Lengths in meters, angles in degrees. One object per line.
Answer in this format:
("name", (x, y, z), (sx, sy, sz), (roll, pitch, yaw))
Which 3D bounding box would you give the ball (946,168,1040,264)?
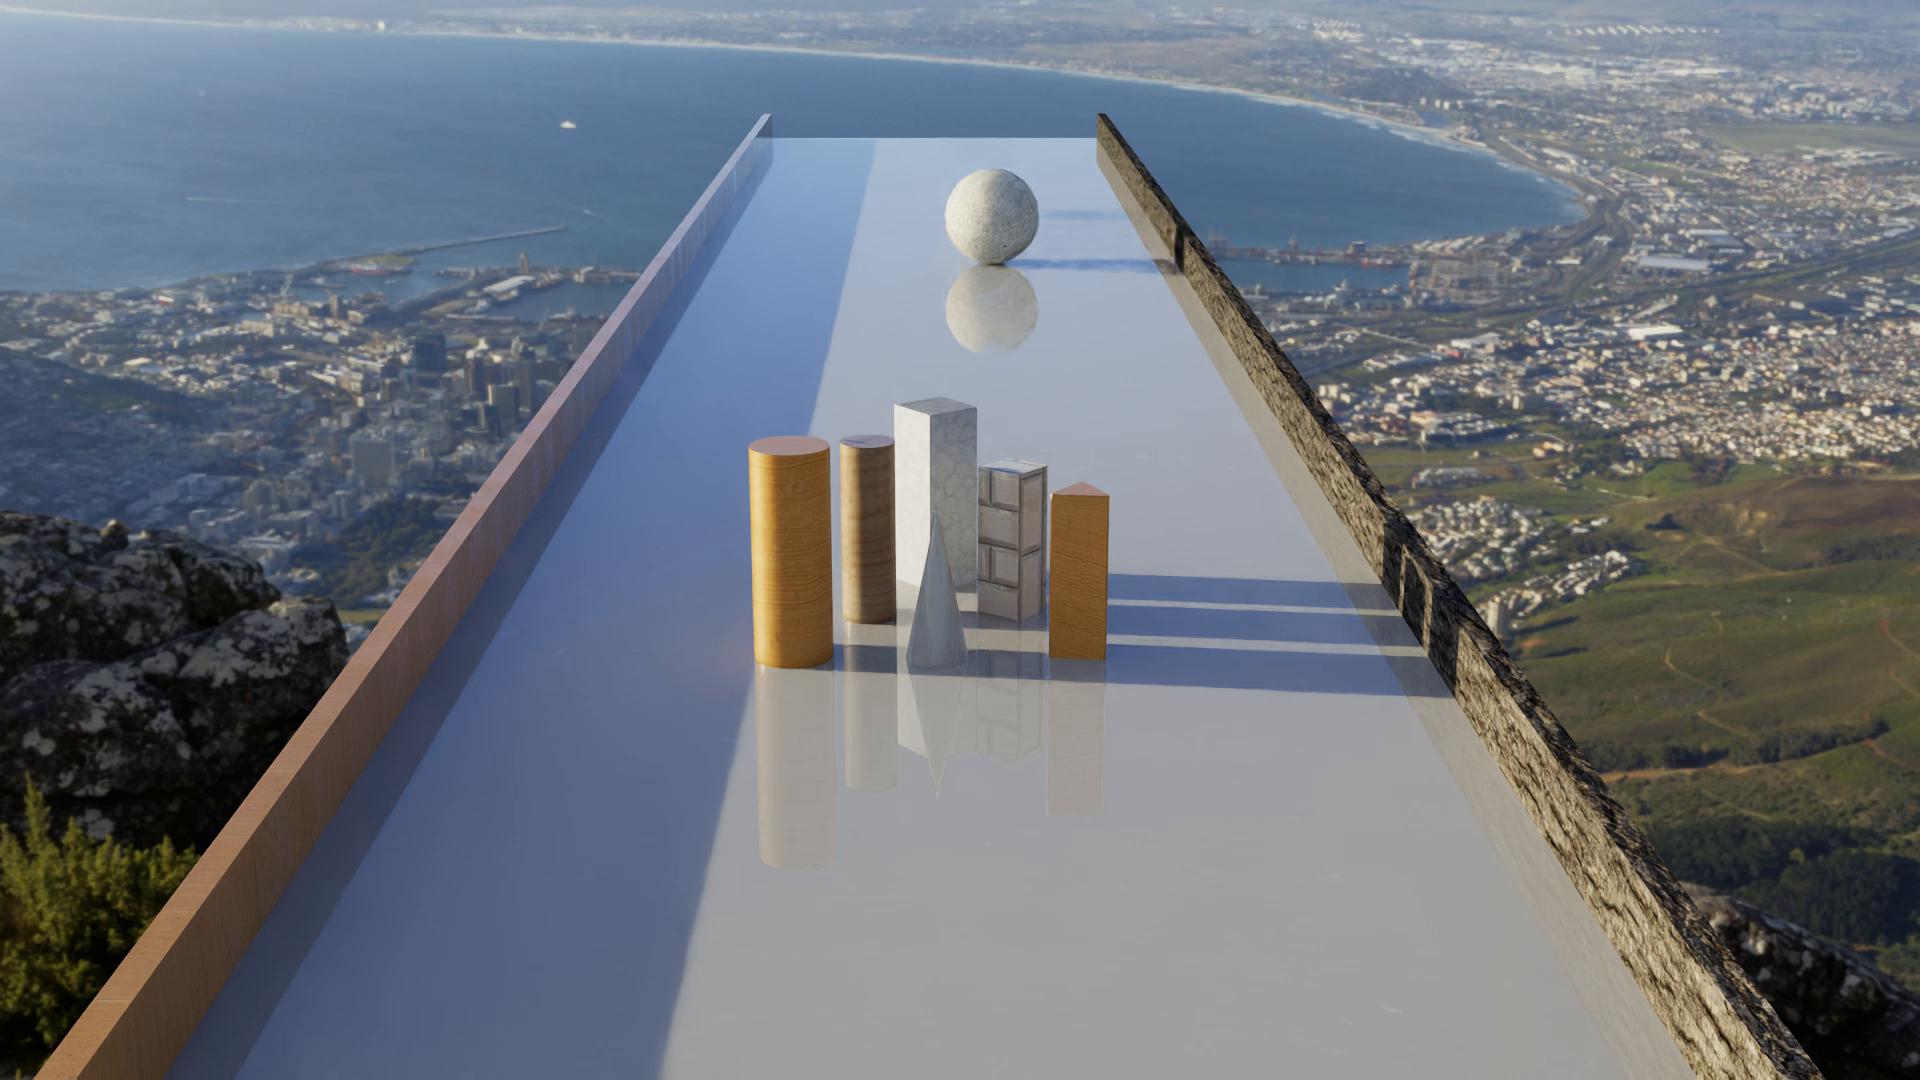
("ball", (0.132, -1.327, 9.011), (0.387, 0.387, 0.387), (0, 17, 0))

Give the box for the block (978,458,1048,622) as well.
("block", (0.111, -0.001, 4.668), (0.105, 0.320, 0.105), (12, 20, 35))

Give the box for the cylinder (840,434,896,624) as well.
("cylinder", (-0.193, -0.022, 4.631), (0.116, 0.383, 0.116), (0, 17, 0))

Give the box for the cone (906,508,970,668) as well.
("cone", (-0.046, 0.086, 4.388), (0.128, 0.313, 0.128), (0, 17, 0))

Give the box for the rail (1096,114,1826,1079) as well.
("rail", (0.932, -0.844, 7.801), (0.050, 0.150, 12.000), (0, 17, -1))

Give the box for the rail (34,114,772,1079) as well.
("rail", (-1.118, -0.838, 7.780), (0.050, 0.150, 12.000), (0, 17, -1))

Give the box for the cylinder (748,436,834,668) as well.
("cylinder", (-0.336, 0.024, 4.380), (0.160, 0.437, 0.160), (0, 17, 0))

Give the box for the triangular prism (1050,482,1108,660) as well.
("triangular prism", (0.241, 0.061, 4.424), (0.113, 0.342, 0.098), (2, 17, 6))

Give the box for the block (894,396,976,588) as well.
("block", (-0.054, -0.103, 4.873), (0.129, 0.399, 0.129), (-12, 21, -36))
